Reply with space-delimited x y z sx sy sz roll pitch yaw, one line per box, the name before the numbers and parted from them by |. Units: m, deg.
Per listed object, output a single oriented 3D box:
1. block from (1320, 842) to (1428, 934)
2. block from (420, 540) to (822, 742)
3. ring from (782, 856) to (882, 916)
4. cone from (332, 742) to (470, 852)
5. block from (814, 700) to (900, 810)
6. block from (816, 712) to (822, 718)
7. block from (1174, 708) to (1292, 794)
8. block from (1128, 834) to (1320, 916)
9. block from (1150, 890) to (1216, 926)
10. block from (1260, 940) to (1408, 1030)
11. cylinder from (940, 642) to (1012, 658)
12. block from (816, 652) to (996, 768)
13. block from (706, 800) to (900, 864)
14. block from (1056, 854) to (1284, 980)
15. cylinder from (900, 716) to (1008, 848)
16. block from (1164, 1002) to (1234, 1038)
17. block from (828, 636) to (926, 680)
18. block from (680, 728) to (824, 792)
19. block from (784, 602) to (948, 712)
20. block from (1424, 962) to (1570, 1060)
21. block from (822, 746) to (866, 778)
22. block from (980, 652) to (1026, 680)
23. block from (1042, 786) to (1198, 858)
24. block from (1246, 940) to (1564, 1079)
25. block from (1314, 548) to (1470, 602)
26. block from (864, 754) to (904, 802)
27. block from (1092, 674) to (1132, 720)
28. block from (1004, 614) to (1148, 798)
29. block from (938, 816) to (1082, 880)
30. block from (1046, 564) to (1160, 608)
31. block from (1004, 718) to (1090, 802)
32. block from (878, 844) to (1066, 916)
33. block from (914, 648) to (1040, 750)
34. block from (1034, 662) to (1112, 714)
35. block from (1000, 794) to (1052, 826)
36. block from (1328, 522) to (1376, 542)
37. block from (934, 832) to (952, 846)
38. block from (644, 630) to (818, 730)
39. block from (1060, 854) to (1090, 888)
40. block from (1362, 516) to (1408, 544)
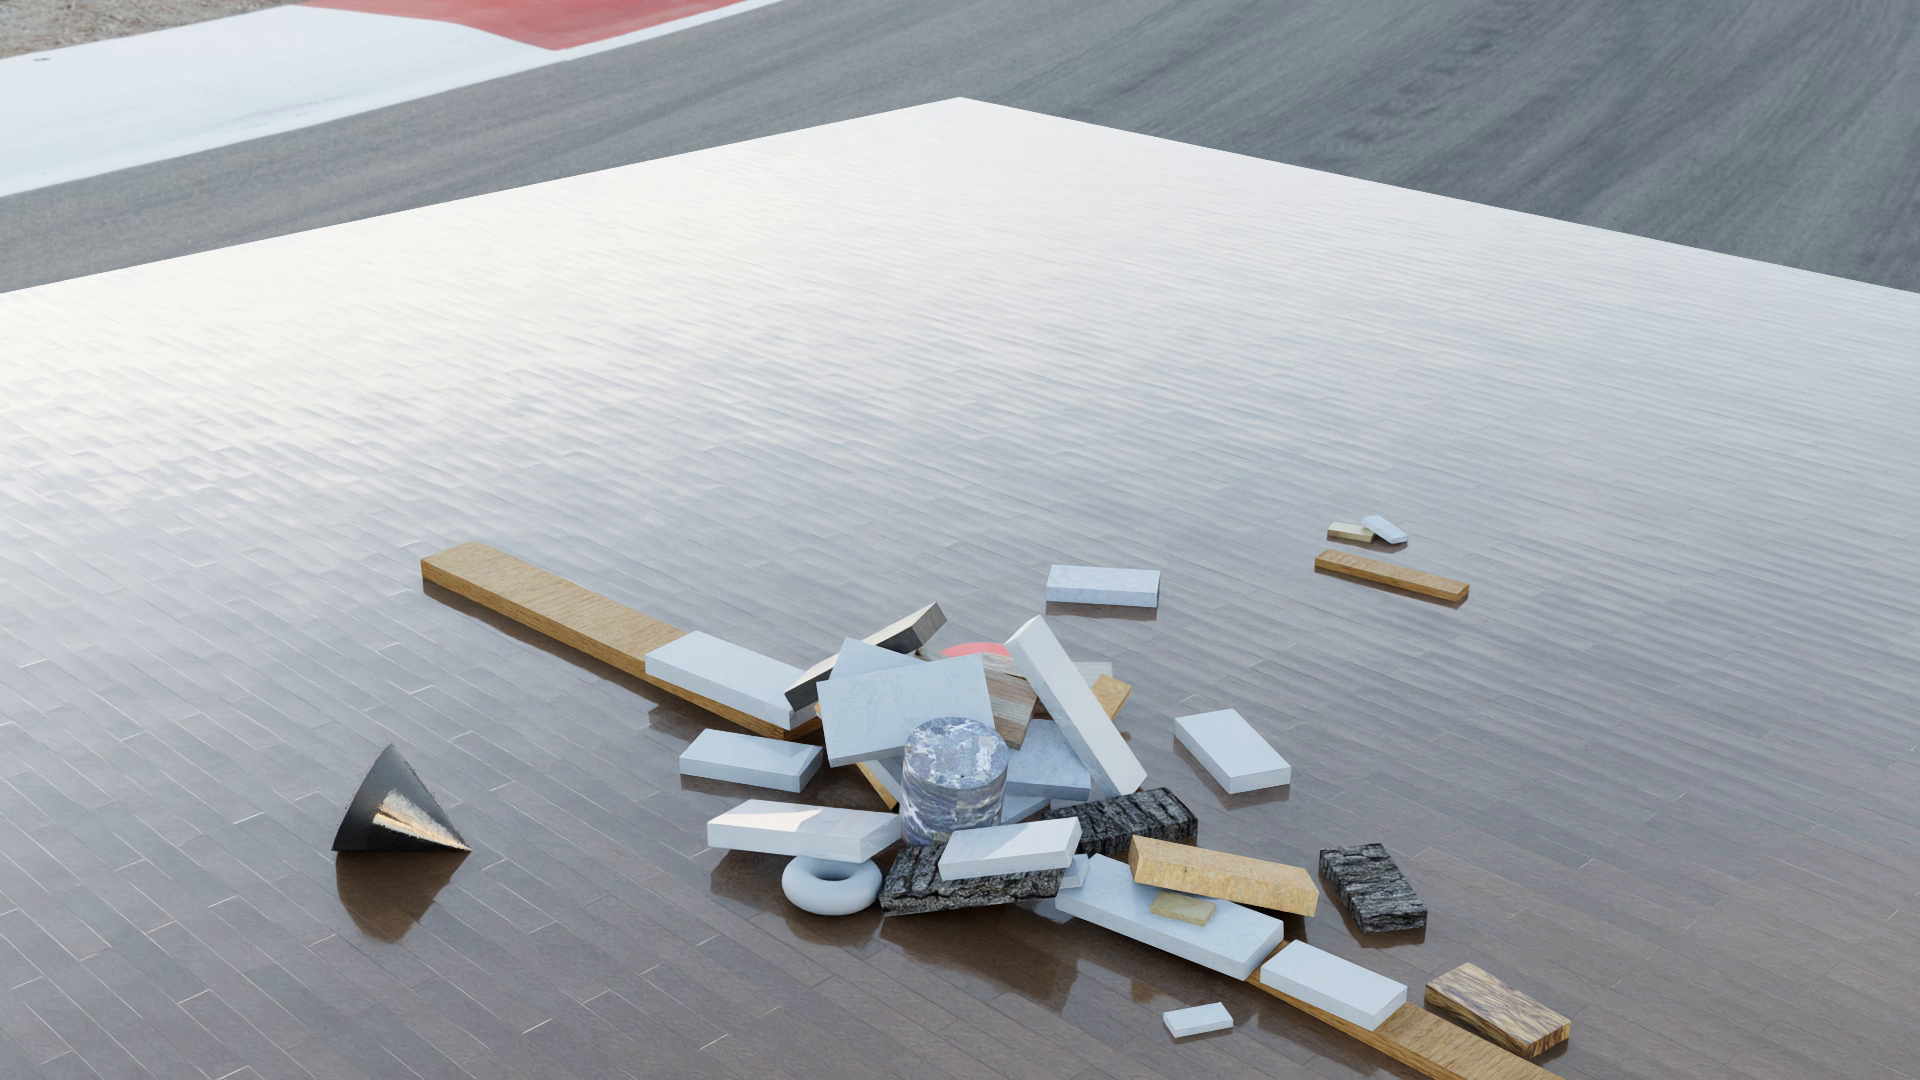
block | 0.781 0.657 4.167 0.123 0.035 0.247 -4 23 -9
block | -0.811 0.221 5.180 1.324 0.047 0.167 20 30 38
ring | -0.241 0.645 4.158 0.191 0.064 0.191 3 20 -1
cone | -1.064 0.556 4.314 0.237 0.237 0.237 27 24 -4
block | -0.166 0.417 4.539 0.135 0.038 0.271 -23 67 -42
block | -0.212 0.388 4.630 0.086 0.024 0.173 -21 43 -41
block | 0.575 0.445 4.661 0.139 0.039 0.277 -8 24 -18
block | 0.486 0.623 4.092 0.335 0.047 0.167 11 6 -1
block | 0.404 0.667 3.984 0.107 0.015 0.054 11 32 28
block | 0.648 0.772 3.820 0.225 0.032 0.112 18 29 37
cylinder | 0.046 0.355 4.659 0.207 0.207 0.207 0 23 0
block | -0.108 0.340 4.401 0.335 0.047 0.167 -10 64 -2
block | -0.303 0.564 4.274 0.335 0.047 0.167 2 11 25
block | 0.378 0.684 4.015 0.404 0.039 0.139 16 34 34
cylinder | -0.014 0.488 4.294 0.202 0.202 0.202 4 37 -3
block | 0.410 0.827 3.792 0.107 0.015 0.054 -7 24 -16
block | -0.128 0.301 4.468 0.269 0.038 0.135 17 66 11
block | -0.438 0.463 4.622 0.269 0.038 0.135 7 24 16
block | -0.199 0.246 4.631 0.335 0.047 0.167 -28 6 23
block | 0.928 0.813 3.804 0.113 0.032 0.225 -17 28 -34
block | -0.200 0.460 4.644 0.173 0.024 0.086 20 30 39
block | 0.097 0.269 4.571 0.148 0.021 0.074 11 25 24
block | 0.318 0.565 4.378 0.277 0.039 0.139 -9 25 -20
block | 0.772 0.843 3.734 0.113 0.032 1.233 -21 31 -40
block | 1.084 0.087 5.529 0.387 0.021 0.074 15 27 32
block | -0.132 0.431 4.491 0.271 0.038 0.135 47 45 13
block | 0.310 0.361 4.805 0.074 0.021 0.148 21 49 20
block | 0.239 0.350 4.500 0.035 0.404 0.123 -31 5 33
block | 0.093 0.573 4.084 0.247 0.035 0.123 -9 20 18
block | 0.356 0.113 5.445 0.271 0.038 0.135 3 23 8
block | 0.100 0.440 4.496 0.327 0.046 0.163 6 48 -6
block | 0.030 0.623 4.121 0.335 0.047 0.167 -10 20 17
block | 0.017 0.323 4.493 0.269 0.038 0.135 17 66 11
block | 0.178 0.329 4.926 0.327 0.046 0.163 1 23 1
block | 0.102 0.535 4.453 0.080 0.023 0.160 31 37 33
block | 1.033 -0.022 5.791 0.117 0.017 0.059 10 25 22
block | 0.031 0.604 4.230 0.160 0.080 0.023 4 37 8
block | -0.483 0.306 4.858 0.439 0.046 0.163 17 29 35
block | 0.157 0.627 4.120 0.160 0.023 0.080 -10 20 19
block | 1.116 -0.028 5.774 0.059 0.017 0.117 -9 34 -35
